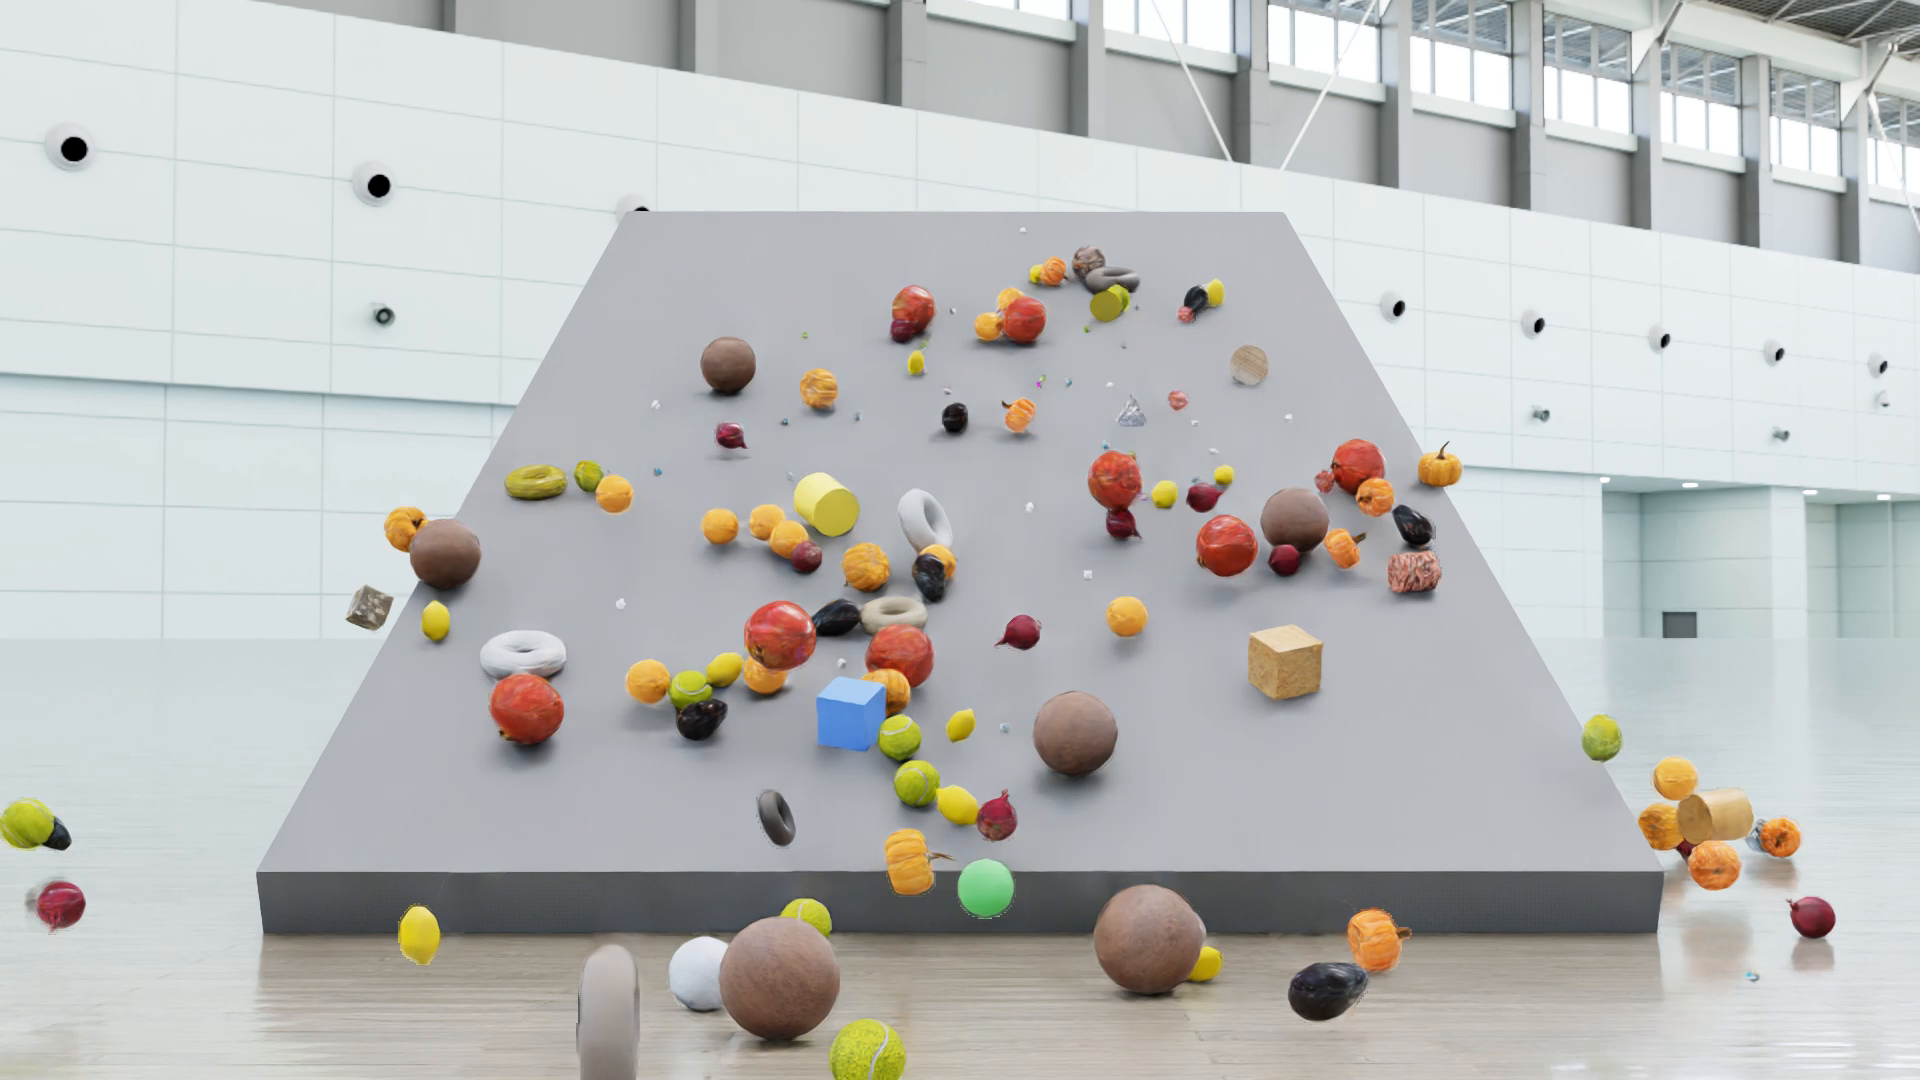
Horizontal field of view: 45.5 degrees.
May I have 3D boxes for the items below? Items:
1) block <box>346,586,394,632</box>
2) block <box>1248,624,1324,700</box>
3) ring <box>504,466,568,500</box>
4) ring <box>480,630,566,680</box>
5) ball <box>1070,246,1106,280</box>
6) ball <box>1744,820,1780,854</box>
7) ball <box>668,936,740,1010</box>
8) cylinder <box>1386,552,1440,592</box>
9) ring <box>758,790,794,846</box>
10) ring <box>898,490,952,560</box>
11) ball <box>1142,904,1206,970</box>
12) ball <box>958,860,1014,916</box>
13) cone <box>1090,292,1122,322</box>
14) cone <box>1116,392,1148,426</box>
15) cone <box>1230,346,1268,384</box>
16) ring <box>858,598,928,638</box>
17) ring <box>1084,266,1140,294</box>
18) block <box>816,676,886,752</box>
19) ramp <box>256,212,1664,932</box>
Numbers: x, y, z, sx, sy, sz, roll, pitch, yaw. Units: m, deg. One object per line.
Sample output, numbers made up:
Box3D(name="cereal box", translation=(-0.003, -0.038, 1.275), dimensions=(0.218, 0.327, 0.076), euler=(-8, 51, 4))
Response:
Box3D(name="block", translation=(-1.110, 0.129, 4.304), dimensions=(0.058, 0.058, 0.058), euler=(27, -30, -26))
Box3D(name="block", translation=(0.540, 0.203, 3.810), dimensions=(0.087, 0.087, 0.087), euler=(-10, 24, -24))
Box3D(name="ring", translation=(-0.865, -0.118, 4.676), dimensions=(0.128, 0.043, 0.128), euler=(-1, 22, 0))
Box3D(name="ring", translation=(-0.740, 0.195, 3.878), dimensions=(0.145, 0.048, 0.145), euler=(1, 21, 0))
Box3D(name="ball", translation=(0.348, -0.751, 6.213), dimensions=(0.094, 0.094, 0.094), euler=(0, -2, 0))
Box3D(name="ball", translation=(1.557, 0.575, 4.446), dimensions=(0.066, 0.066, 0.066), euler=(0, -2, 0))
Box3D(name="ball", translation=(-0.292, 0.495, 2.618), dimensions=(0.082, 0.082, 0.082), euler=(0, -2, 0))
Box3D(name="cylinder", translation=(0.830, 0.058, 4.199), dimensions=(0.070, 0.070, 0.070), euler=(-5, -1, -15))
Box3D(name="ring", translation=(-0.260, 0.395, 3.249), dimensions=(0.028, 0.084, 0.084), euler=(-23, -7, 10))
Box3D(name="ring", translation=(-0.064, -0.028, 4.318), dimensions=(0.048, 0.144, 0.144), euler=(-26, -13, 23))
Box3D(name="ball", translation=(0.274, 0.508, 2.932), dimensions=(0.083, 0.083, 0.083), euler=(0, -2, 0))
Box3D(name="ball", translation=(0.035, 0.477, 3.140), dimensions=(0.077, 0.077, 0.077), euler=(0, -2, 0))
Box3D(name="cone", translation=(0.375, -0.593, 5.891), dimensions=(0.080, 0.080, 0.080), euler=(0, -5, 3))
Box3D(name="cone", translation=(0.383, -0.296, 5.095), dimensions=(0.071, 0.071, 0.071), euler=(0, 22, 0))
Box3D(name="cone", translation=(0.672, -0.406, 5.413), dimensions=(0.094, 0.094, 0.094), euler=(0, -5, -7))
Box3D(name="ring", translation=(-0.118, 0.136, 4.039), dimensions=(0.123, 0.041, 0.123), euler=(-1, 22, 0))
Box3D(name="ring", translation=(0.407, -0.694, 6.132), dimensions=(0.148, 0.049, 0.148), euler=(-1, 22, 0))
Box3D(name="block", translation=(-0.172, 0.276, 3.630), dimensions=(0.082, 0.082, 0.082), euler=(8, 23, 19))
Box3D(name="ramp", translation=(-0.006, -0.218, 5.128), dimensions=(2.000, 0.100, 4.000), euler=(0, 22, 0))
